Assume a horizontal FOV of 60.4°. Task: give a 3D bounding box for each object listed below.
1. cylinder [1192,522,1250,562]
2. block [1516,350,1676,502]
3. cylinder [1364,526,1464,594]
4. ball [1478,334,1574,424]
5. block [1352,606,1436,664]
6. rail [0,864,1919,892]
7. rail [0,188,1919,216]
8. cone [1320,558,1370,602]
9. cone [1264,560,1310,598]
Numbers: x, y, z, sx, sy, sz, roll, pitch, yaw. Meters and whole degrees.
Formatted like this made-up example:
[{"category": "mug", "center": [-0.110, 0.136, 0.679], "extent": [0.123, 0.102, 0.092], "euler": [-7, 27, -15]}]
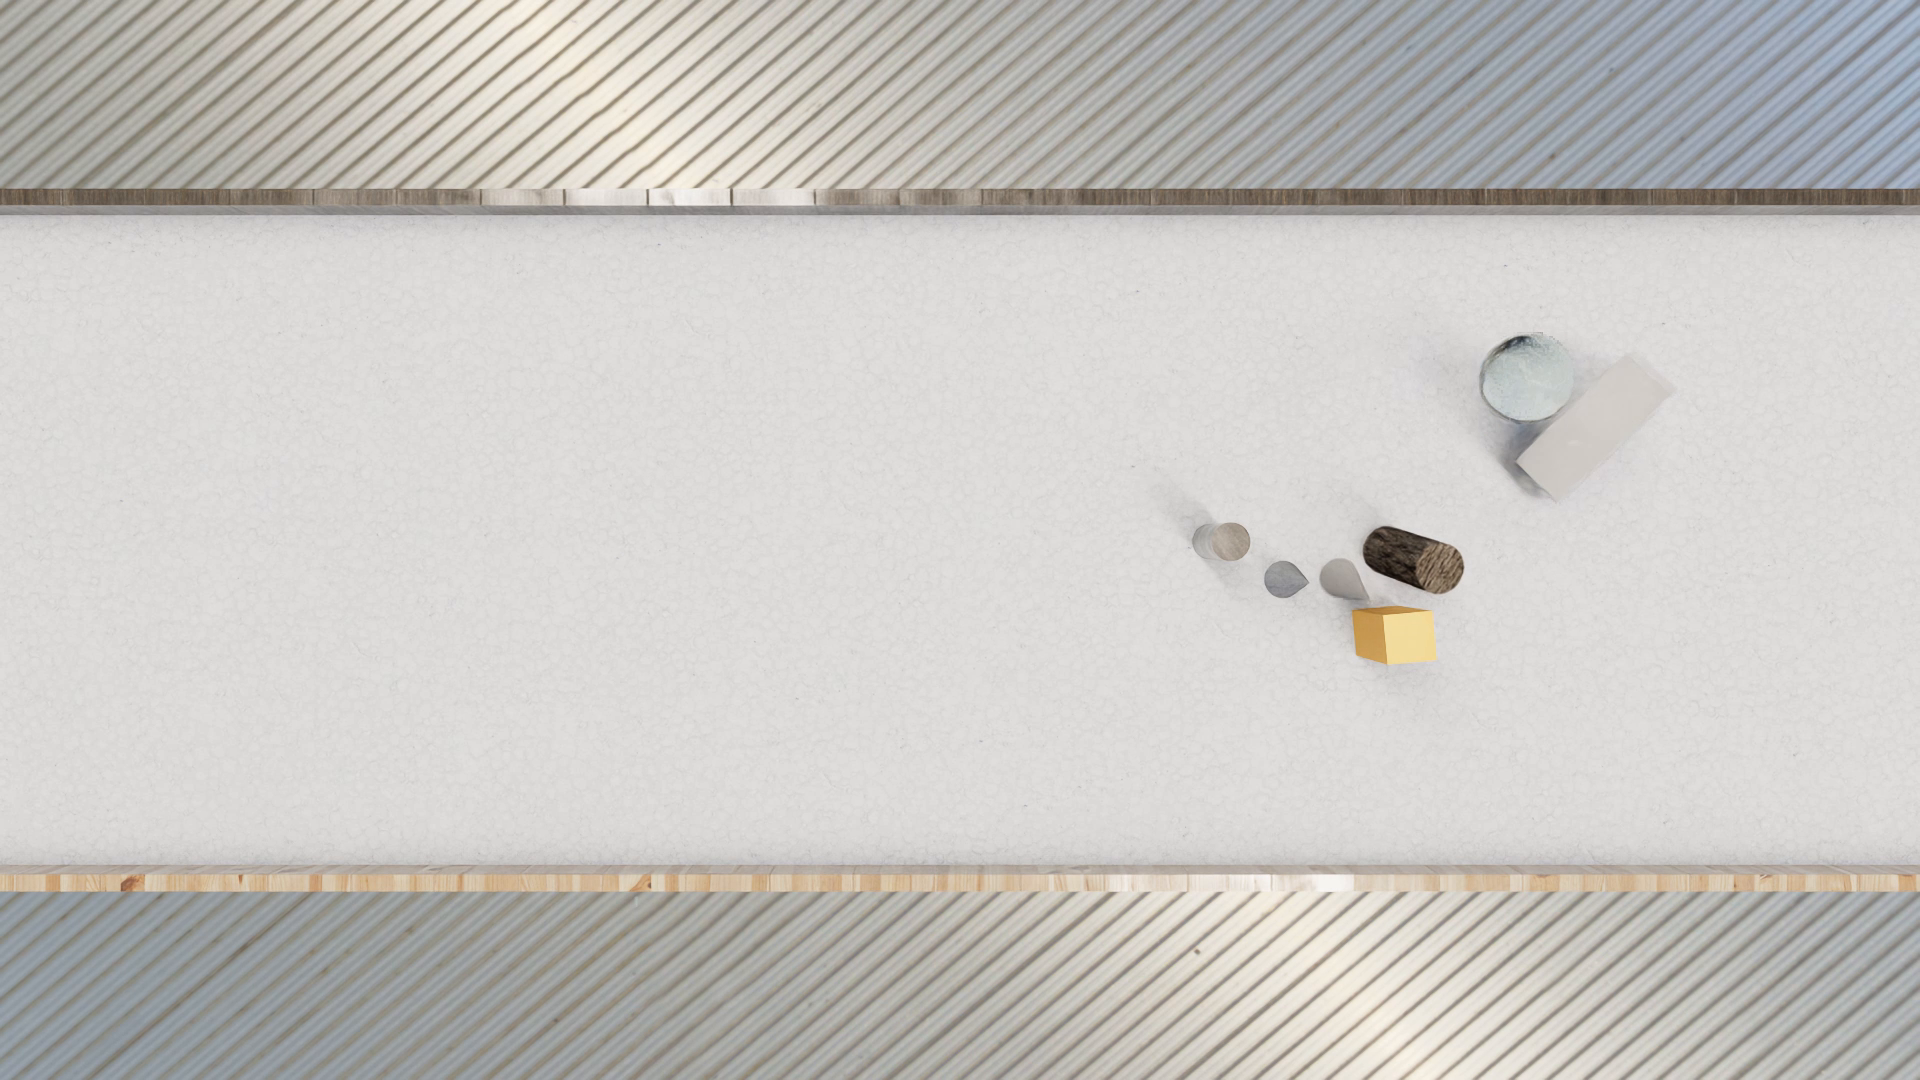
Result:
[{"category": "cylinder", "center": [0.770, 0.005, 4.882], "extent": [0.111, 0.389, 0.111], "euler": [0, 90, 0]}, {"category": "block", "center": [1.879, -0.337, 4.879], "extent": [0.171, 0.171, 0.437], "euler": [47, 117, 14]}, {"category": "cylinder", "center": [1.340, 0.056, 4.889], "extent": [0.148, 0.350, 0.148], "euler": [-2, 99, -11]}, {"category": "ball", "center": [1.598, -0.455, 4.660], "extent": [0.256, 0.256, 0.256], "euler": [0, 90, 0]}, {"category": "block", "center": [1.283, 0.279, 4.890], "extent": [0.141, 0.374, 0.141], "euler": [-5, 90, 0]}, {"category": "rail", "center": [-2.247, 1.025, 5.001], "extent": [12.000, 0.150, 0.050], "euler": [0, 90, 0]}, {"category": "rail", "center": [-2.247, -1.025, 5.002], "extent": [12.000, 0.150, 0.050], "euler": [0, 90, 0]}, {"category": "cone", "center": [1.164, 0.144, 4.867], "extent": [0.118, 0.405, 0.118], "euler": [0, 99, 0]}, {"category": "cone", "center": [0.994, 0.122, 4.880], "extent": [0.116, 0.392, 0.116], "euler": [0, 90, 0]}]
